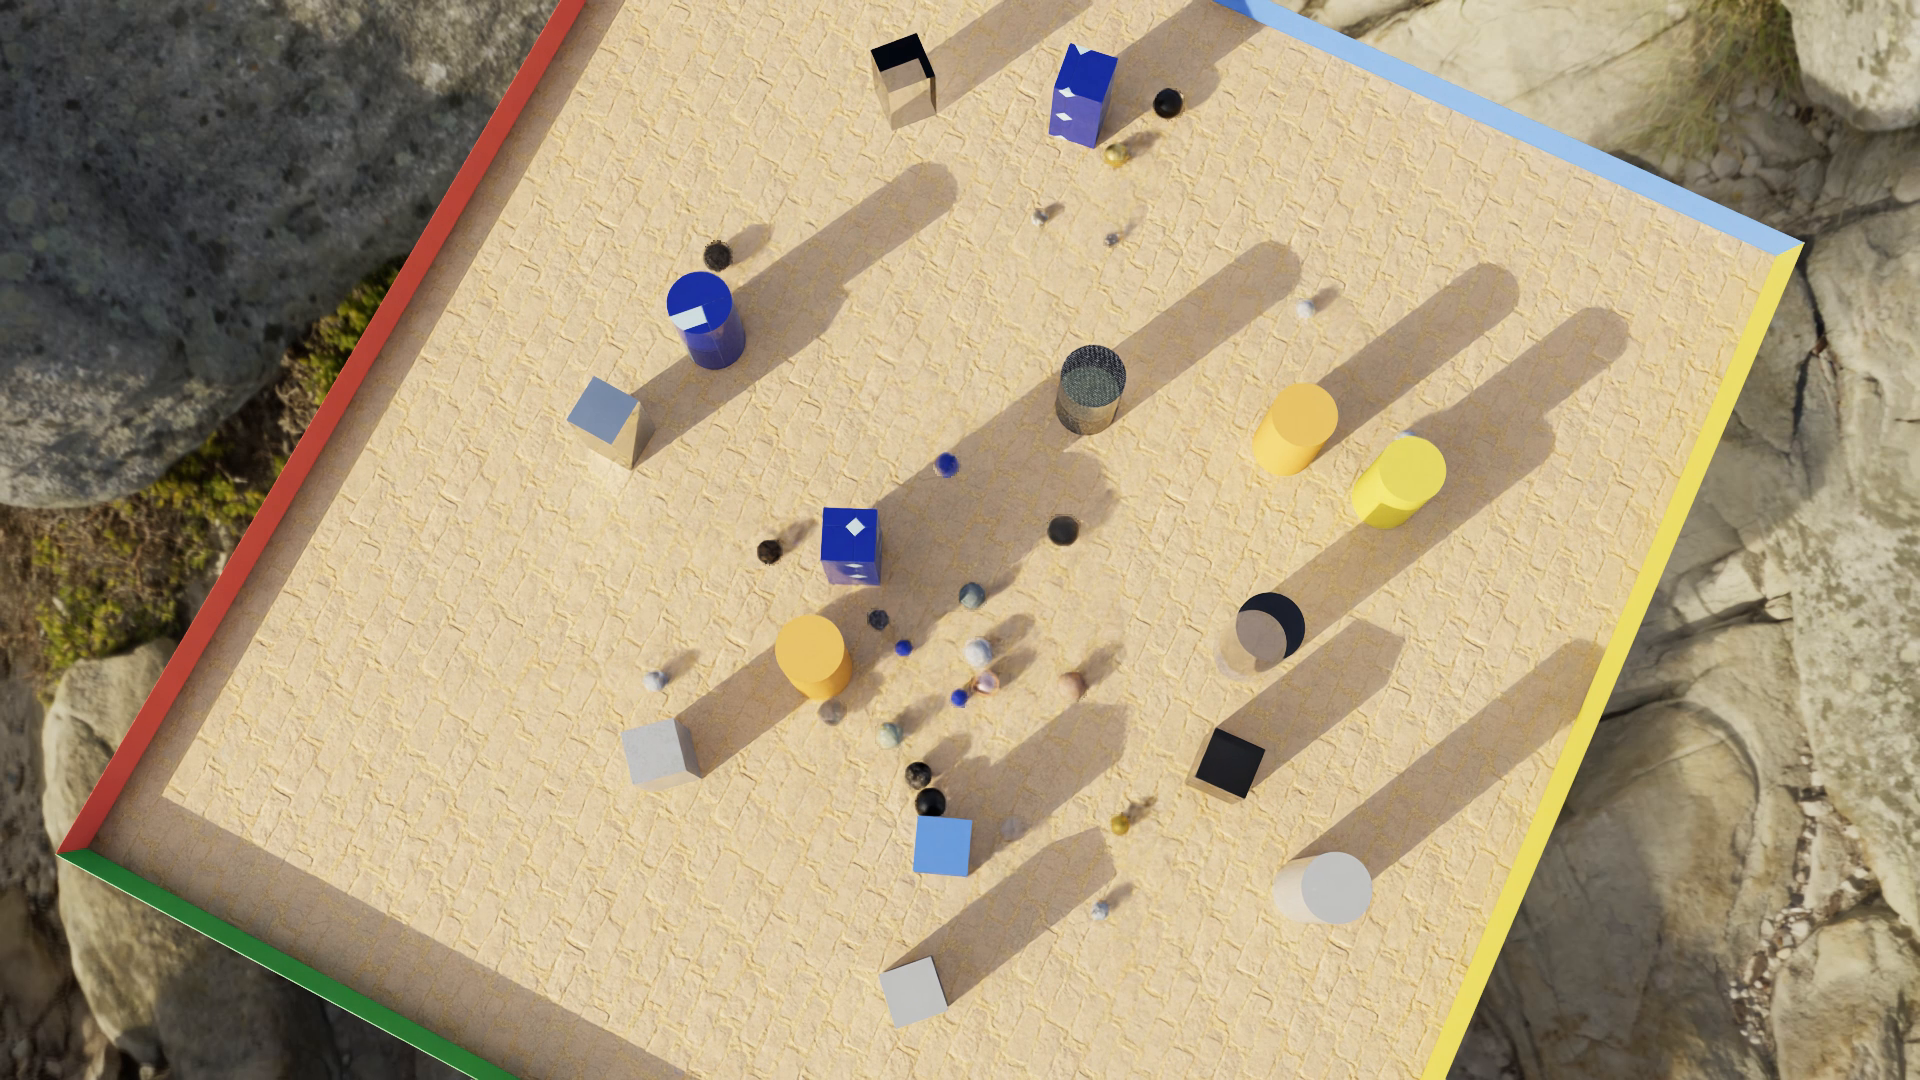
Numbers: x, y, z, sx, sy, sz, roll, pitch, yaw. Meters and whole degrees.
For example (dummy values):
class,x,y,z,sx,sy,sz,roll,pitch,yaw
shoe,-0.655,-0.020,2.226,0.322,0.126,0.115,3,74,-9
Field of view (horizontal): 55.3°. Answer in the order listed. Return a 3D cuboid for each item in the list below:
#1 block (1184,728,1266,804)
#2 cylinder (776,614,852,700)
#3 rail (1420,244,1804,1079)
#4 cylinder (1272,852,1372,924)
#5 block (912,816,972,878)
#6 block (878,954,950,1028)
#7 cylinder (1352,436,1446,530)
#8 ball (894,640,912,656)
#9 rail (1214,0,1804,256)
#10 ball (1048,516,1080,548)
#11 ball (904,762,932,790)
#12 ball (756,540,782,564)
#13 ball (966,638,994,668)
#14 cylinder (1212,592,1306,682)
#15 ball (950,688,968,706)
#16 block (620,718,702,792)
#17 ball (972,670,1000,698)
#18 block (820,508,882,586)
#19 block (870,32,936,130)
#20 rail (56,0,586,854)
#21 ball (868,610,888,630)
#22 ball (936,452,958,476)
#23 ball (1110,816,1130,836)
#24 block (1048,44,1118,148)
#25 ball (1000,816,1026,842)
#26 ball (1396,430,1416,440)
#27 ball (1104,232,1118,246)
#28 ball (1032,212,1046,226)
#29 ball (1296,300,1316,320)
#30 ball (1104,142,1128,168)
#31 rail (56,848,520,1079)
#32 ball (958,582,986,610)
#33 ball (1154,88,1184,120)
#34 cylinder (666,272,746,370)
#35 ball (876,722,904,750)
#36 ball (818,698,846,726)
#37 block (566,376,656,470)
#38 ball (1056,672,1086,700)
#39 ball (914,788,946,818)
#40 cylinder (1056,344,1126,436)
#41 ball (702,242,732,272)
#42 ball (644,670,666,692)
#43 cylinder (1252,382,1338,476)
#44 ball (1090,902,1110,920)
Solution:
class,x,y,z,sx,sy,sz,roll,pitch,yaw
block,0.771,0.662,5.348,0.155,0.258,0.155,24,79,5
cylinder,-0.421,0.346,5.332,0.193,0.417,0.193,0,78,0
rail,1.699,0.839,5.378,0.045,0.126,4.015,26,80,5
cylinder,1.018,0.986,5.175,0.193,0.464,0.193,0,78,0
block,-0.050,0.888,5.304,0.155,0.253,0.155,5,78,1
block,-0.130,1.283,5.215,0.155,0.267,0.155,-19,79,-4
cylinder,1.303,-0.166,5.459,0.193,0.375,0.193,0,78,0
ball,-0.170,0.325,5.523,0.052,0.052,0.052,0,78,0
rail,0.887,-1.731,5.910,3.847,0.126,0.045,26,80,5
ball,0.315,-0.027,5.573,0.097,0.097,0.097,0,78,0
ball,-0.124,0.698,5.430,0.081,0.081,0.081,0,78,0
ball,-0.582,0.036,5.571,0.075,0.075,0.075,0,78,0
ball,0.059,0.339,5.502,0.087,0.087,0.087,0,78,0
cylinder,0.860,0.288,5.313,0.193,0.477,0.193,0,78,0
ball,-0.001,0.472,5.492,0.053,0.053,0.053,0,78,0
block,-0.866,0.628,5.323,0.155,0.320,0.155,-15,79,-3
ball,0.079,0.431,5.487,0.080,0.080,0.080,0,78,0
block,-0.317,0.023,5.417,0.155,0.380,0.155,2,78,0
block,-0.176,-1.440,5.774,0.155,0.276,0.155,-21,79,-4
rail,-1.699,-0.825,5.722,0.045,0.126,4.015,26,80,5
ball,-0.245,0.240,5.535,0.062,0.062,0.062,0,78,0
ball,-0.041,-0.234,5.629,0.071,0.071,0.071,0,78,0
ball,0.473,0.843,5.412,0.060,0.060,0.060,0,78,0
block,0.383,-1.384,5.730,0.155,0.338,0.155,19,79,4
ball,0.157,0.851,5.402,0.076,0.076,0.076,0,78,0
ball,1.375,-0.305,5.645,0.068,0.068,0.068,0,78,0
ball,0.479,-0.948,5.791,0.043,0.043,0.043,0,78,0
ball,0.249,-1.018,5.803,0.047,0.047,0.047,0,78,0
ball,1.083,-0.721,5.735,0.060,0.060,0.060,0,78,0
ball,0.497,-1.224,5.830,0.078,0.078,0.078,0,78,0
rail,-0.887,1.744,5.190,3.847,0.126,0.045,26,80,5
ball,0.037,0.169,5.540,0.081,0.081,0.081,0,78,0
ball,0.666,-1.393,5.856,0.096,0.096,0.096,0,78,0
cylinder,-0.768,-0.663,5.571,0.193,0.358,0.193,0,78,0
ball,-0.208,0.581,5.454,0.083,0.083,0.083,0,78,0
ball,-0.383,0.514,5.468,0.082,0.082,0.082,0,78,0
block,-1.047,-0.348,5.524,0.155,0.322,0.155,29,80,6
ball,0.333,0.437,5.481,0.088,0.088,0.088,0,78,0
ball,-0.089,0.778,5.407,0.095,0.095,0.095,0,78,0
cylinder,0.393,-0.450,5.547,0.193,0.319,0.193,0,78,0
ball,-0.762,-0.888,5.755,0.089,0.089,0.089,0,78,0
ball,-0.915,0.423,5.494,0.069,0.069,0.069,0,78,0
cylinder,1.002,-0.328,5.501,0.193,0.359,0.193,0,78,0
ball,0.410,1.086,5.364,0.055,0.055,0.055,0,78,0
